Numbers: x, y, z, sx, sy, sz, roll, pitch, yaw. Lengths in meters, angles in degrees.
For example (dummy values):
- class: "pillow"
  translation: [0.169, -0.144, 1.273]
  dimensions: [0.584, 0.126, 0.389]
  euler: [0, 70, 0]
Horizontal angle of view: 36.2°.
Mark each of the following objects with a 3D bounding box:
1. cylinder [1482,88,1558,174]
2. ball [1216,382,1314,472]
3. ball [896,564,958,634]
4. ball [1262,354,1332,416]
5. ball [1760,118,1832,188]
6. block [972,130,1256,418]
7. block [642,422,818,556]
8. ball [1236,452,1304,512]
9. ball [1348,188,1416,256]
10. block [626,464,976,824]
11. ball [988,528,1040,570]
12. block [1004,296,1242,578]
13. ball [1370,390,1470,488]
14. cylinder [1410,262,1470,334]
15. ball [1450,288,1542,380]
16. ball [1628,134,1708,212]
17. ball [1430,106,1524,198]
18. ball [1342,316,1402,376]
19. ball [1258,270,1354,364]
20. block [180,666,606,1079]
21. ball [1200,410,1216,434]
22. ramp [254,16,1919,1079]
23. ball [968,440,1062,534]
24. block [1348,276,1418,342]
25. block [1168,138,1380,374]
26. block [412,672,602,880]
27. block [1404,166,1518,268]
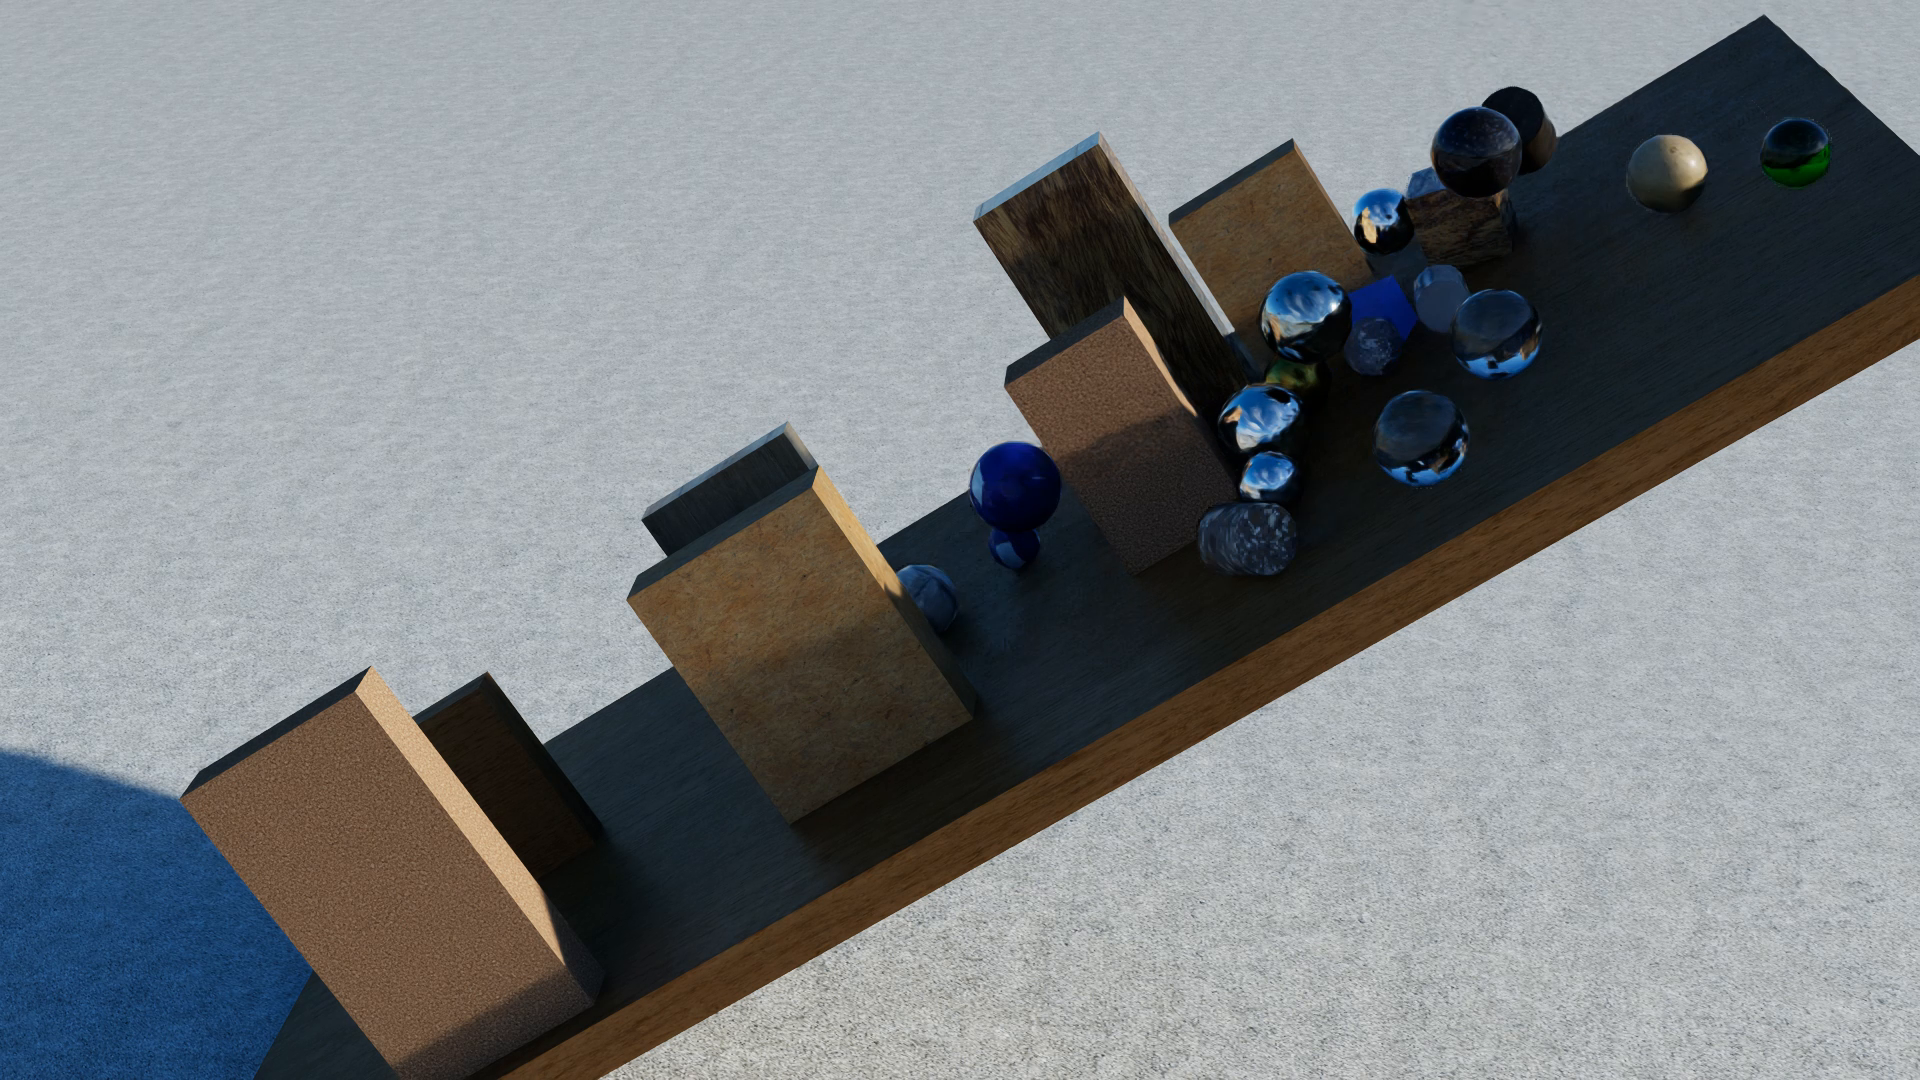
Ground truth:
- class: "cylinder"
  translation: [1.196, -0.878, 6.312]
  dimensions: [0.144, 0.144, 0.144]
  euler: [10, -10, 25]
- class: "ball"
  translation: [0.614, -0.222, 5.932]
  dimensions: [0.195, 0.195, 0.195]
  euler: [0, 20, 0]
- class: "ball"
  translation: [-0.086, 0.134, 6.375]
  dimensions: [0.164, 0.164, 0.164]
  euler: [0, 20, 0]
- class: "ball"
  translation: [0.706, -0.328, 6.160]
  dimensions: [0.146, 0.146, 0.146]
  euler: [0, 20, 0]
- class: "ball"
  translation: [1.588, -0.736, 5.586]
  dimensions: [0.130, 0.130, 0.130]
  euler: [0, 20, 0]
- class: "block"
  translation: [0.349, -0.537, 6.557]
  dimensions: [0.326, 0.664, 0.134]
  euler: [-31, 15, 14]
- class: "block"
  translation: [-0.475, 0.001, 7.112]
  dimensions: [0.417, 0.420, 0.090]
  euler: [-31, 15, 14]
- class: "ball"
  translation: [0.603, -0.107, 5.722]
  dimensions: [0.131, 0.131, 0.131]
  euler: [0, 20, 0]
- class: "ball"
  translation: [0.922, -0.694, 6.419]
  dimensions: [0.147, 0.147, 0.147]
  euler: [0, 20, 0]
- class: "block"
  translation: [-0.309, 0.211, 5.825]
  dimensions: [0.441, 0.567, 0.136]
  euler: [-31, 15, 14]
- class: "ball"
  translation: [0.118, 0.008, 6.431]
  dimensions: [0.113, 0.113, 0.113]
  euler: [0, 20, 0]
- class: "block"
  translation: [0.338, -0.208, 5.928]
  dimensions: [0.280, 0.476, 0.141]
  euler: [-31, 15, 14]
- class: "ball"
  translation: [0.841, -0.186, 5.374]
  dimensions: [0.178, 0.178, 0.178]
  euler: [0, 20, 0]
- class: "cylinder"
  translation: [1.005, -0.505, 6.132]
  dimensions: [0.114, 0.114, 0.114]
  euler: [-1, 32, -1]
- class: "ball"
  translation: [1.025, -0.394, 5.628]
  dimensions: [0.177, 0.177, 0.177]
  euler: [0, 20, 0]
- class: "ball"
  translation: [1.417, -0.734, 5.891]
  dimensions: [0.157, 0.157, 0.157]
  euler: [0, 20, 0]
- class: "ball"
  translation: [1.039, -0.779, 5.915]
  dimensions: [0.184, 0.184, 0.184]
  euler: [0, 20, 0]
- class: "ball"
  translation: [0.858, -0.402, 6.112]
  dimensions: [0.124, 0.124, 0.124]
  euler: [0, 20, 0]
- class: "ball"
  translation: [0.692, -0.445, 5.882]
  dimensions: [0.187, 0.187, 0.187]
  euler: [0, 20, 0]
- class: "block"
  translation: [-1.085, 0.670, 5.660]
  dimensions: [0.423, 0.768, 0.126]
  euler: [-31, 15, 14]
- class: "ball"
  translation: [0.475, -0.186, 6.151]
  dimensions: [0.178, 0.178, 0.178]
  euler: [0, 20, 0]
- class: "ramp"
  translation: [0.140, 0.170, 6.295]
  dimensions: [4.000, 0.100, 2.000]
  euler: [-31, 15, 14]
- class: "ball"
  translation: [0.119, -0.114, 6.314]
  dimensions: [0.199, 0.199, 0.199]
  euler: [0, 20, 0]
- class: "block"
  translation: [0.888, -0.474, 6.269]
  dimensions: [0.112, 0.112, 0.112]
  euler: [-23, 19, 35]
- class: "block"
  translation: [0.705, -0.589, 6.377]
  dimensions: [0.314, 0.452, 0.111]
  euler: [-31, 15, 14]
- class: "block"
  translation: [-1.096, 0.583, 6.582]
  dimensions: [0.400, 0.443, 0.097]
  euler: [-31, 15, 14]
- class: "block"
  translation: [1.093, -0.714, 6.402]
  dimensions: [0.182, 0.182, 0.182]
  euler: [-16, 21, 22]
